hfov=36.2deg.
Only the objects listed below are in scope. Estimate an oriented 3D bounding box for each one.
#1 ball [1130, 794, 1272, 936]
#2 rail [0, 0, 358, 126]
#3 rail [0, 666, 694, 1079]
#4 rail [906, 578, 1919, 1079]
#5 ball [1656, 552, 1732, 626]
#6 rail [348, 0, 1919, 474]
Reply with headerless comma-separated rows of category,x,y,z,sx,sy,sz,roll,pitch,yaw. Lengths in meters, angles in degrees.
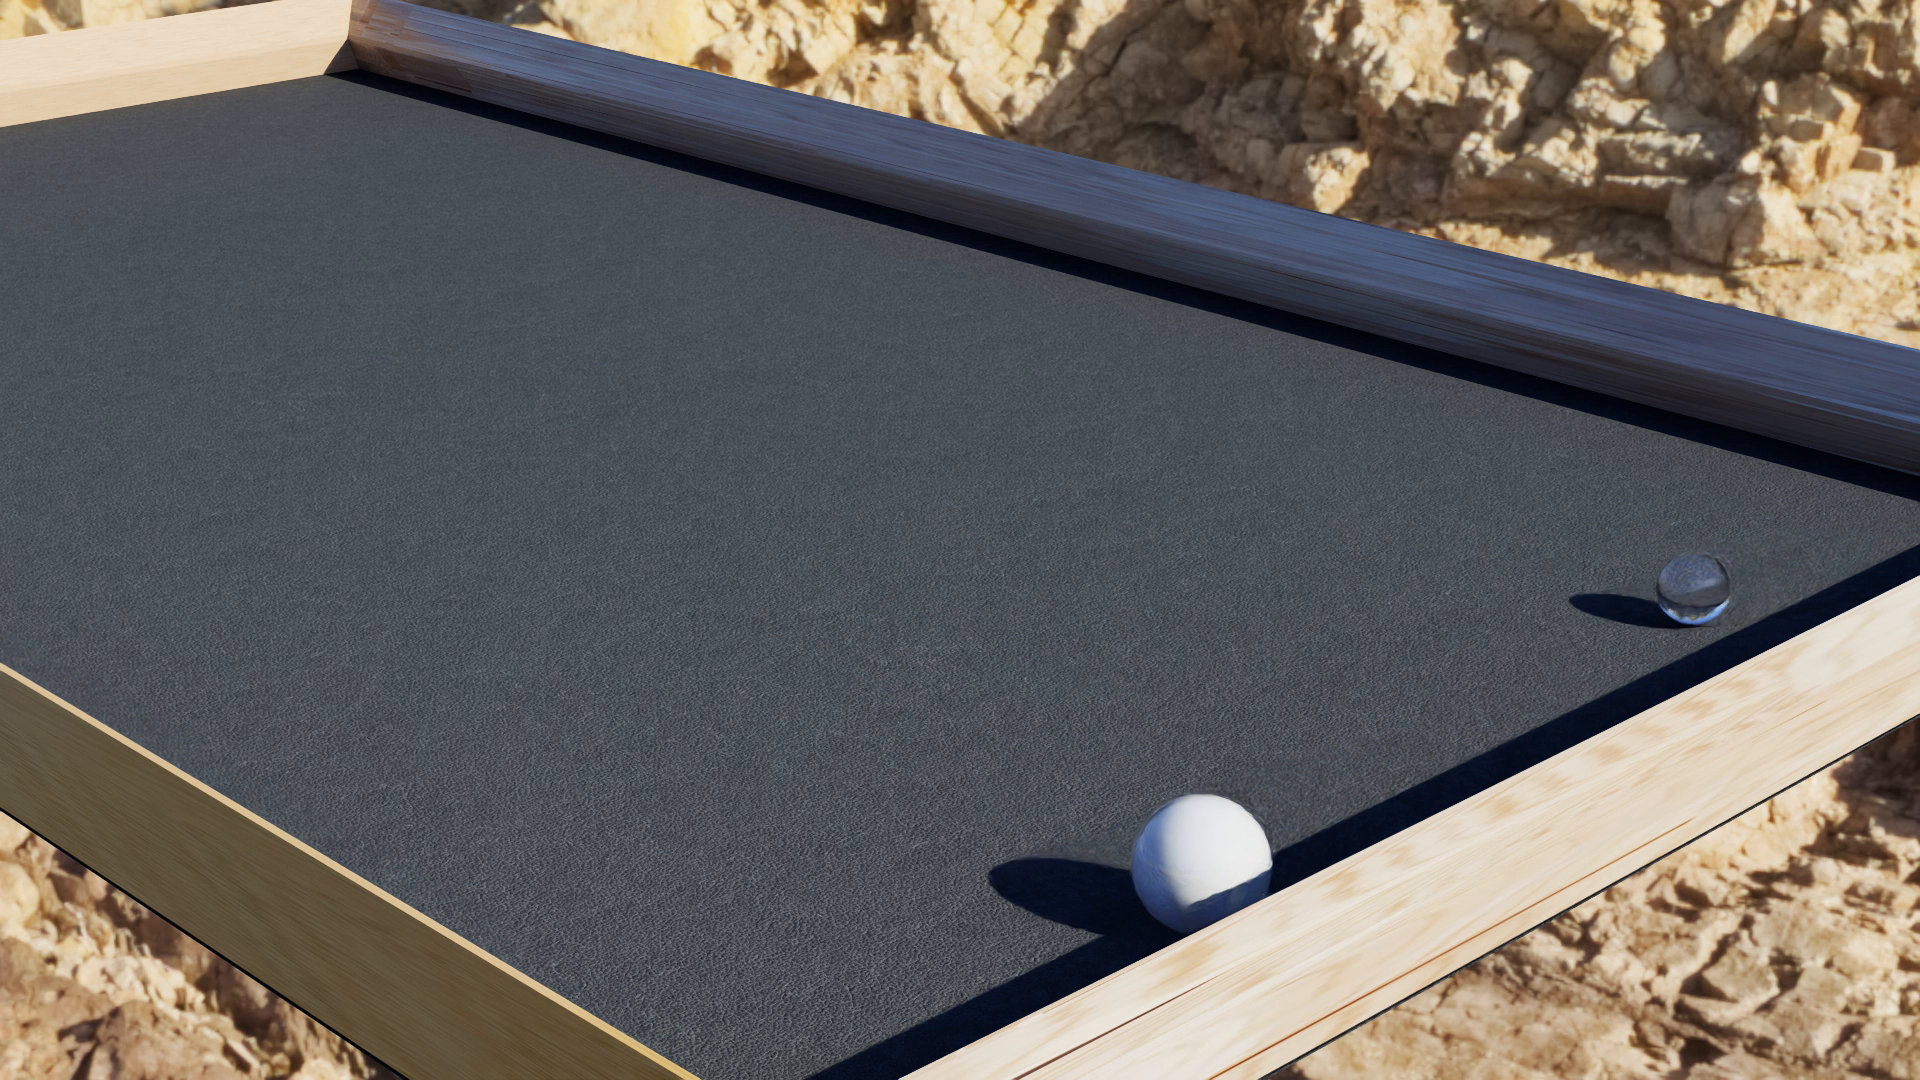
ball,0.169,0.226,2.054,0.099,0.099,0.099,0,21,0
rail,-1.618,-0.624,4.277,1.764,0.128,0.045,-19,27,-40
rail,-1.163,-0.023,2.675,0.045,0.128,3.144,-19,27,-40
rail,0.528,0.160,2.187,1.764,0.128,0.045,-19,27,-40
ball,0.646,0.043,2.591,0.065,0.065,0.065,0,21,0
rail,0.074,-0.441,3.789,0.045,0.128,3.144,-19,27,-40
